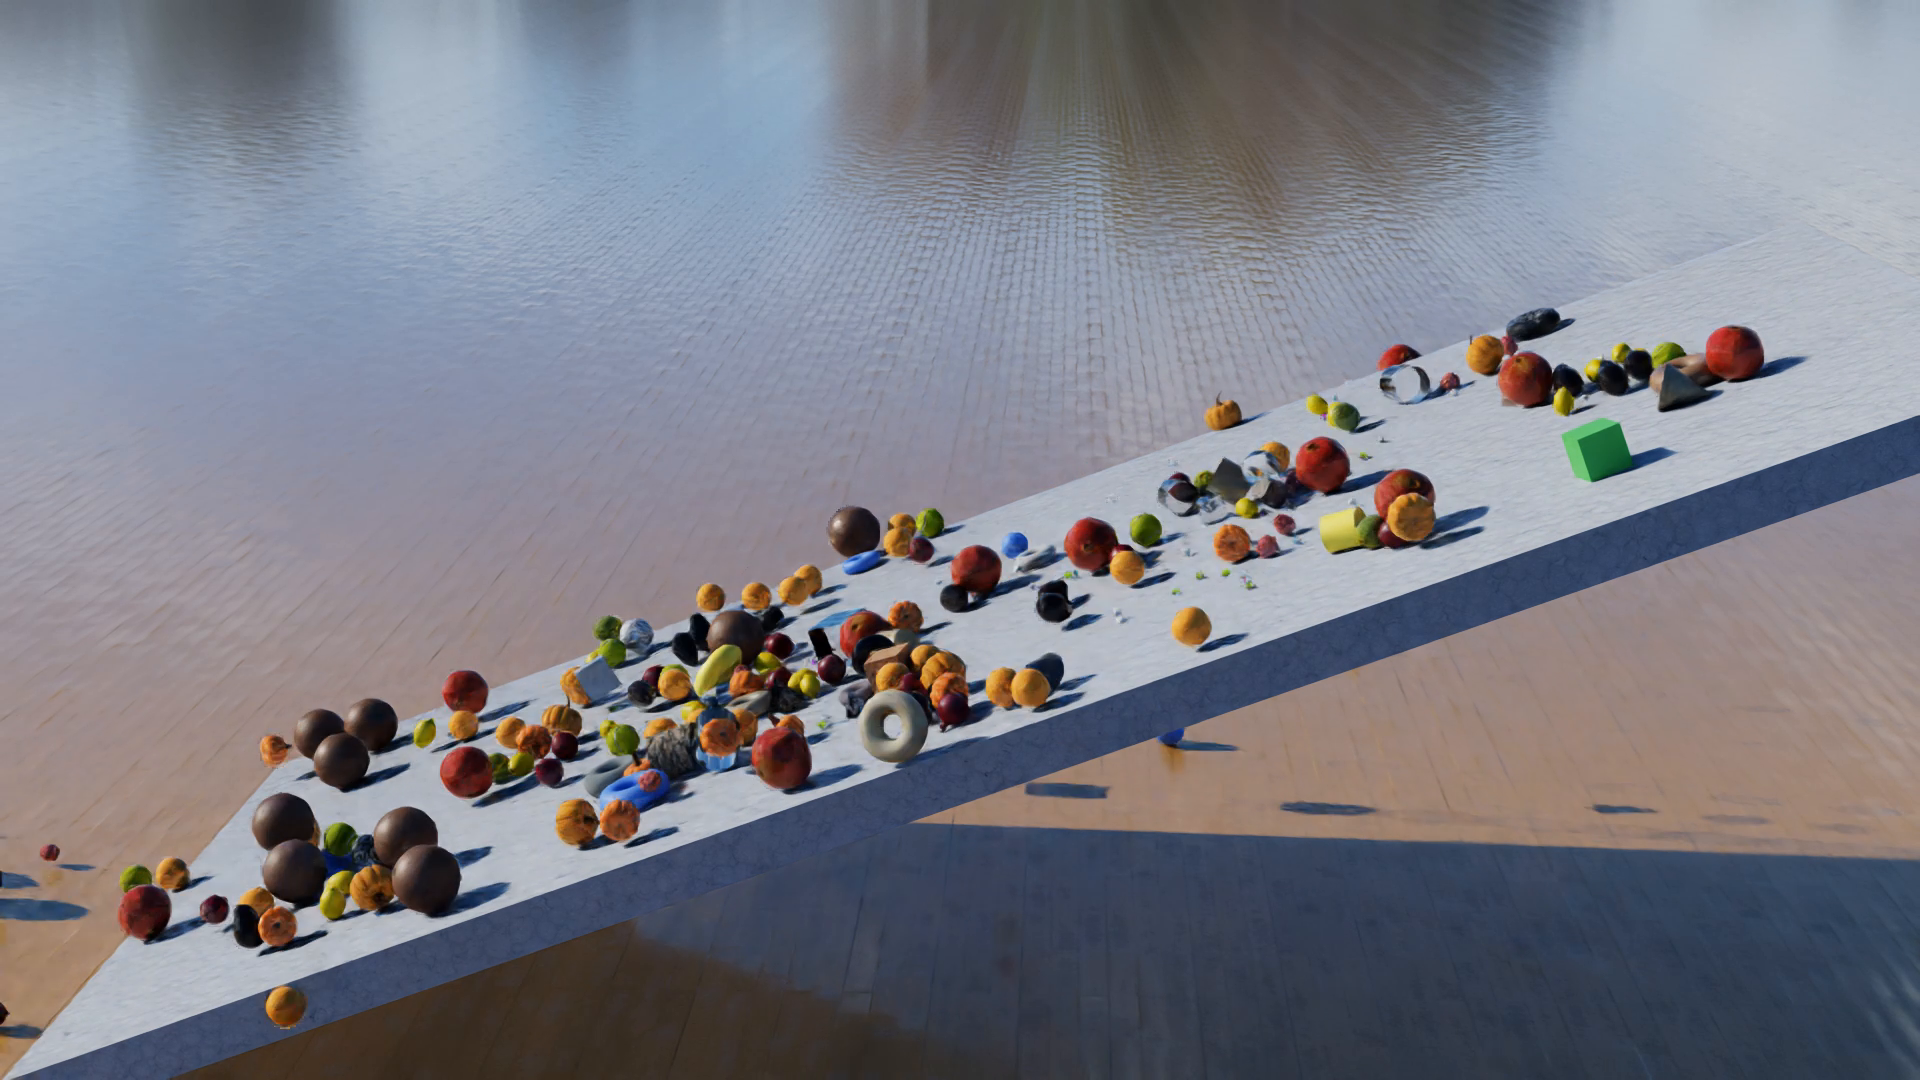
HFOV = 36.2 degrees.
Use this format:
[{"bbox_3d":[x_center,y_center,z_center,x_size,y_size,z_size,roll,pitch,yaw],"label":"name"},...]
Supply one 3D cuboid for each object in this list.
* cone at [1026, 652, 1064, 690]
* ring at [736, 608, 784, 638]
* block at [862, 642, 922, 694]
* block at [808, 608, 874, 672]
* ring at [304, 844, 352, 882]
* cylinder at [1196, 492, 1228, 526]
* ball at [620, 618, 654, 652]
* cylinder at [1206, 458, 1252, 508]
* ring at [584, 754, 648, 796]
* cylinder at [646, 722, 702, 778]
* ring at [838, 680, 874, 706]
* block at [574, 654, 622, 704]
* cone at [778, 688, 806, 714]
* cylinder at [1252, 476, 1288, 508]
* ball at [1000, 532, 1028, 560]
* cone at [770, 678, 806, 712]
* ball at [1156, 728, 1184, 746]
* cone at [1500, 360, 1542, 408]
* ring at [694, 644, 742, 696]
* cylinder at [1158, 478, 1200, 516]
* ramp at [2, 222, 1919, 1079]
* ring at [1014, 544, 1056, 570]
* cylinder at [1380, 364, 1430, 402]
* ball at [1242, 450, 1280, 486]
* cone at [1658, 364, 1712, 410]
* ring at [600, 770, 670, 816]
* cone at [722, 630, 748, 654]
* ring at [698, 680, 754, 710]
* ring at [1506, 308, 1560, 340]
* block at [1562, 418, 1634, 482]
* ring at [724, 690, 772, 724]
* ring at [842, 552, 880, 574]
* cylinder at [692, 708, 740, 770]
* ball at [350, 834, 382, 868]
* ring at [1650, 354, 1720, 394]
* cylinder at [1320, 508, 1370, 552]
[{"bbox_3d":[0.143,0.238,5.447,0.071,0.071,0.071,13,0,45],"label":"cone"},{"bbox_3d":[-0.471,0.194,6.900,0.121,0.040,0.121,-21,13,5],"label":"ring"},{"bbox_3d":[-0.136,0.262,5.903,0.076,0.076,0.076,-16,12,23],"label":"block"},{"bbox_3d":[-0.247,0.212,6.283,0.095,0.095,0.095,-12,15,38],"label":"block"},{"bbox_3d":[-1.325,0.679,6.172,0.116,0.039,0.116,-24,13,6],"label":"ring"},{"bbox_3d":[0.538,-0.066,6.280,0.054,0.054,0.054,-20,11,4],"label":"cylinder"},{"bbox_3d":[-0.787,0.231,7.156,0.082,0.082,0.082,0,13,0],"label":"ball"},{"bbox_3d":[0.583,-0.122,6.306,0.082,0.082,0.082,31,19,7],"label":"cylinder"},{"bbox_3d":[-0.699,0.478,5.980,0.139,0.046,0.139,-19,12,4],"label":"ring"},{"bbox_3d":[-0.566,0.423,5.875,0.094,0.094,0.094,-19,11,8],"label":"cylinder"},{"bbox_3d":[-0.203,0.309,5.927,0.086,0.029,0.086,-19,12,4],"label":"ring"},{"bbox_3d":[-0.826,0.315,6.698,0.077,0.077,0.077,-33,7,-7],"label":"block"},{"bbox_3d":[-0.338,0.336,6.050,0.054,0.054,0.054,12,16,17],"label":"cone"},{"bbox_3d":[0.652,-0.101,6.184,0.054,0.054,0.054,26,0,-28],"label":"cylinder"},{"bbox_3d":[0.123,0.012,6.632,0.062,0.062,0.062,0,13,0],"label":"ball"},{"bbox_3d":[-0.352,0.326,6.102,0.070,0.070,0.070,7,14,4],"label":"cone"},{"bbox_3d":[0.566,0.513,7.970,0.085,0.085,0.085,0,13,0],"label":"ball"},{"bbox_3d":[1.191,-0.345,6.317,0.092,0.092,0.092,-20,11,4],"label":"cone"},{"bbox_3d":[-0.526,0.286,6.404,0.046,0.138,0.138,36,24,14],"label":"ring"},{"bbox_3d":[0.480,-0.094,6.456,0.076,0.076,0.076,-2,8,-11],"label":"cylinder"},{"bbox_3d":[0.117,0.176,6.296,4.000,0.100,2.000,-20,12,7],"label":"ramp"},{"bbox_3d":[0.167,0.039,6.508,0.098,0.033,0.098,-22,11,4],"label":"ring"},{"bbox_3d":[1.013,-0.356,6.701,0.085,0.085,0.085,-4,5,-17],"label":"cylinder"},{"bbox_3d":[0.638,-0.150,6.238,0.081,0.081,0.081,0,13,0],"label":"ball"},{"bbox_3d":[1.430,-0.293,5.778,0.096,0.096,0.096,11,16,16],"label":"cone"},{"bbox_3d":[-0.640,0.496,5.784,0.145,0.048,0.145,-19,12,4],"label":"ring"},{"bbox_3d":[-0.529,0.234,6.749,0.067,0.067,0.067,-20,11,4],"label":"cone"},{"bbox_3d":[-0.501,0.337,6.292,0.124,0.041,0.124,-18,12,4],"label":"ring"},{"bbox_3d":[1.347,-0.507,6.912,0.131,0.044,0.131,-21,13,5],"label":"ring"},{"bbox_3d":[1.194,-0.169,5.512,0.087,0.087,0.087,-22,11,-5],"label":"block"},{"bbox_3d":[-0.442,0.350,6.133,0.120,0.040,0.120,-21,10,4],"label":"ring"},{"bbox_3d":[-0.240,0.055,7.154,0.097,0.032,0.097,-19,11,4],"label":"ring"},{"bbox_3d":[-0.483,0.393,5.820,0.092,0.092,0.092,-1,26,-3],"label":"cylinder"},{"bbox_3d":[-1.225,0.642,6.070,0.066,0.066,0.066,0,13,0],"label":"ball"},{"bbox_3d":[1.456,-0.333,5.909,0.144,0.048,0.144,-19,12,4],"label":"ring"},{"bbox_3d":[0.741,-0.019,5.659,0.073,0.073,0.073,-14,5,30],"label":"cylinder"}]
